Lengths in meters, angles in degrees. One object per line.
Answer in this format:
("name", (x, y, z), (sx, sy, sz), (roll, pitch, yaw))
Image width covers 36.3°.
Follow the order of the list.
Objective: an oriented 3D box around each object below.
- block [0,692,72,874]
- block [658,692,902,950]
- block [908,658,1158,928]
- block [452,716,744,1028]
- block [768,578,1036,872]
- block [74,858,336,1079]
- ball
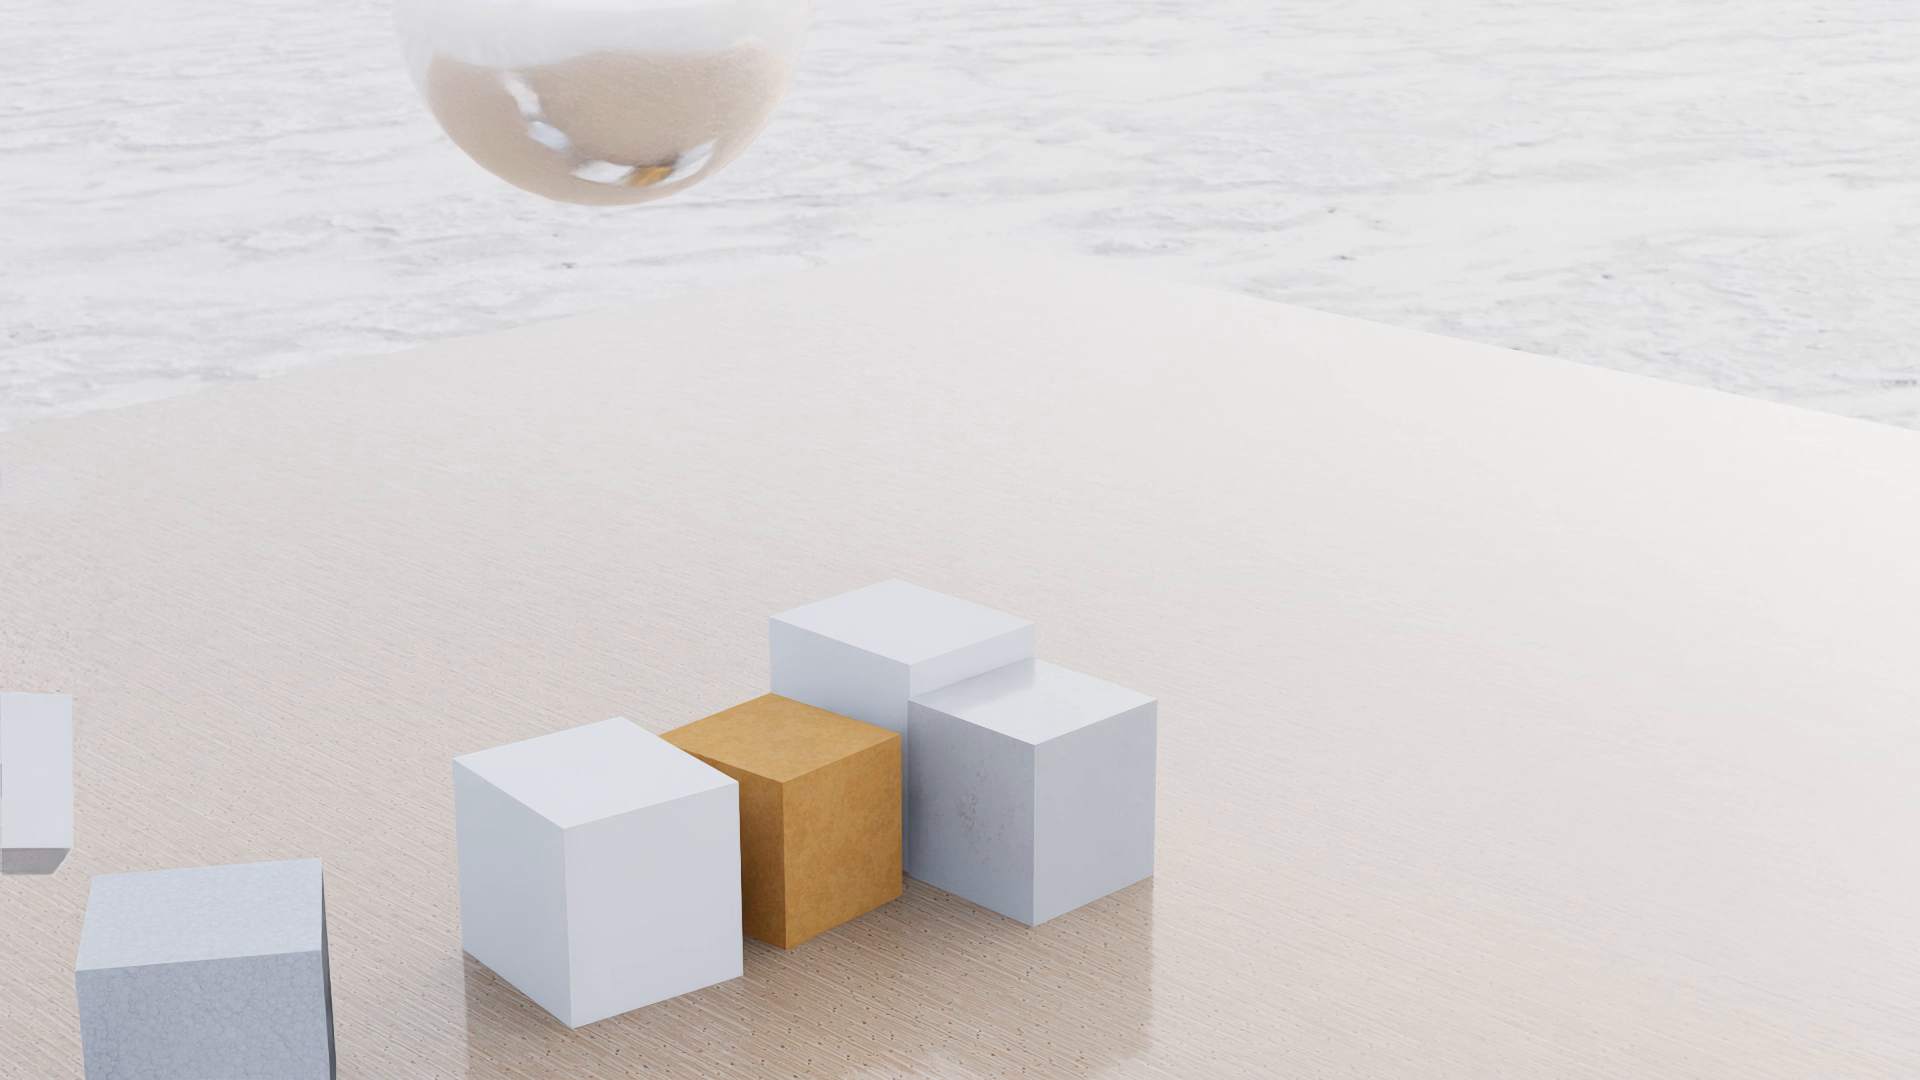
("block", (-3.319, 0.823, 9.846), (0.589, 0.519, 0.530), (2, -16, -24))
("block", (-0.813, 1.240, 13.099), (0.807, 0.780, 0.756), (14, 22, 38))
("block", (0.327, 1.127, 13.326), (0.803, 0.860, 0.791), (-17, 24, -42))
("block", (-1.539, 1.388, 12.453), (0.830, 0.884, 0.953), (-13, 21, -35))
("block", (-0.274, 0.859, 13.918), (0.951, 1.016, 0.820), (17, 24, 42))
("block", (-2.834, 1.811, 11.119), (0.865, 0.877, 0.853), (-4, 18, -11))
("ball", (-1.375, -2.082, 11.246), (1.600, 1.600, 1.600), (0, 17, 0))
